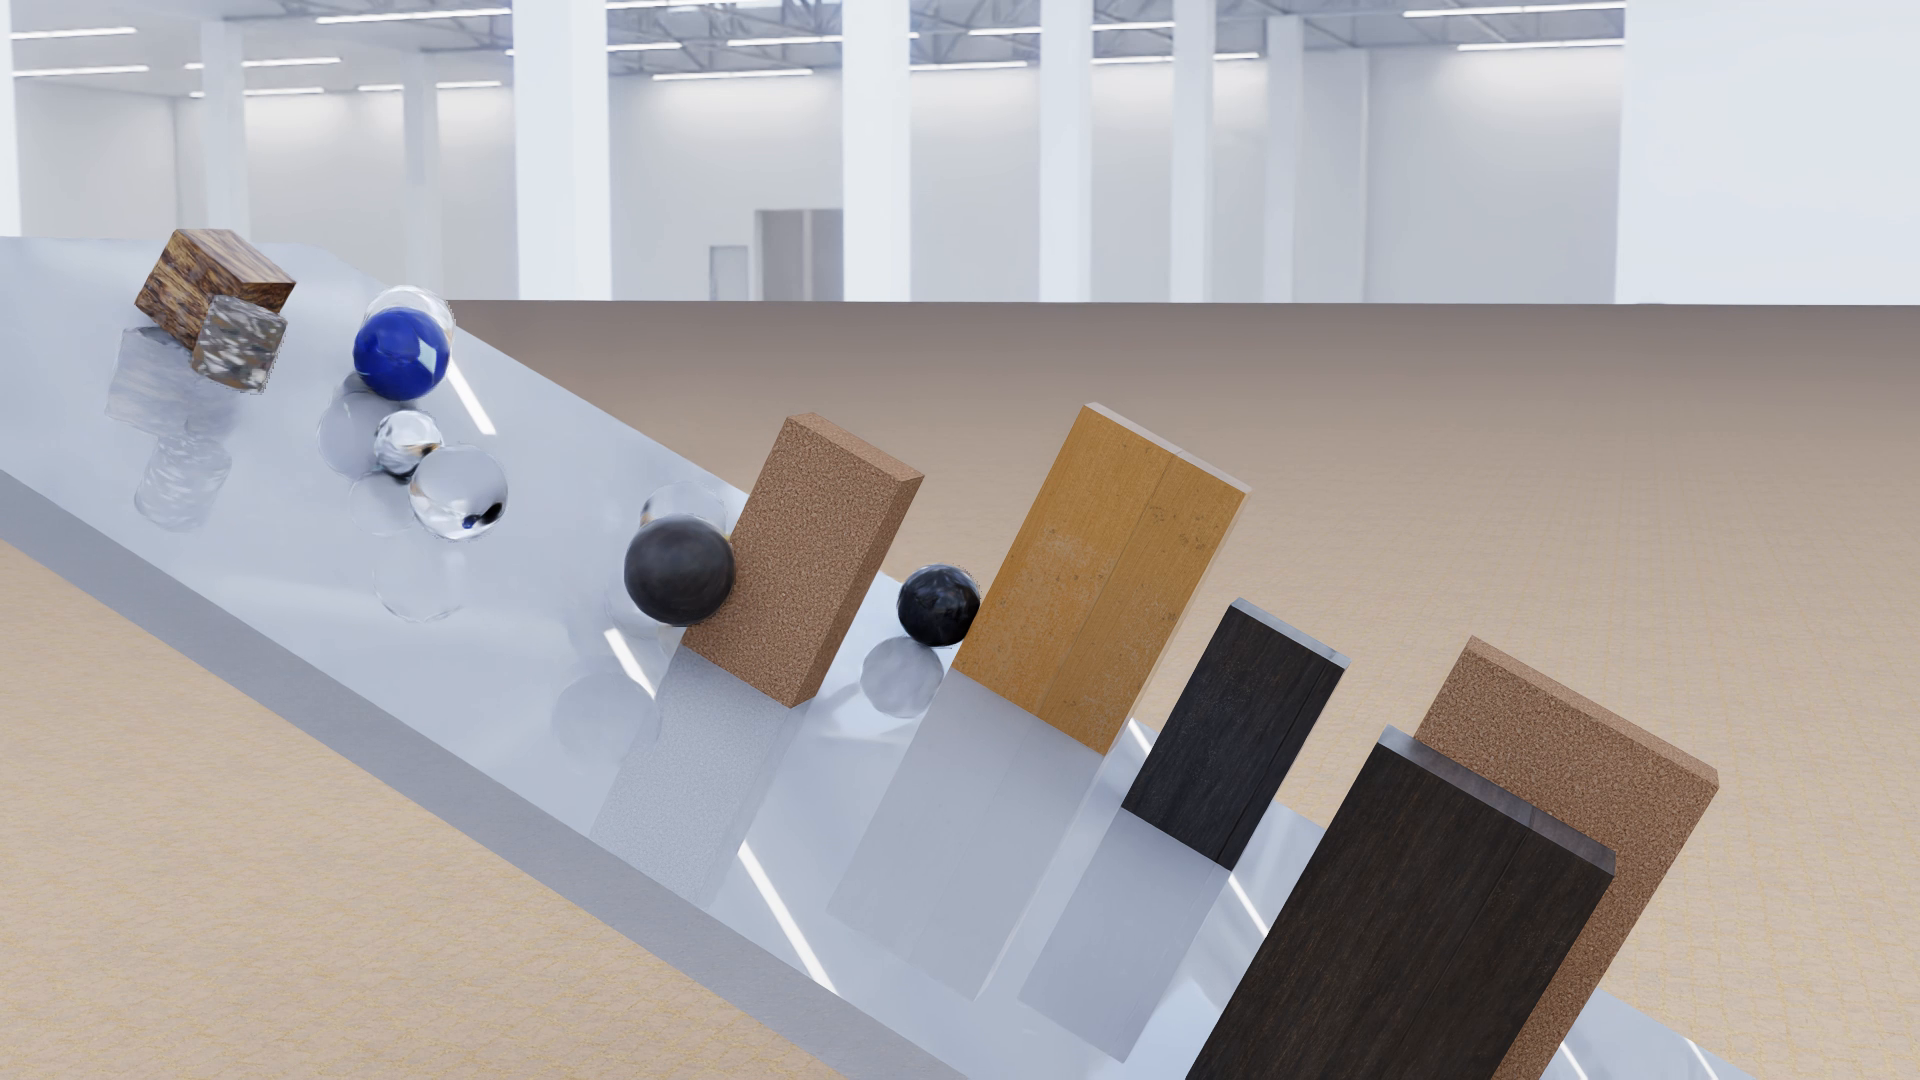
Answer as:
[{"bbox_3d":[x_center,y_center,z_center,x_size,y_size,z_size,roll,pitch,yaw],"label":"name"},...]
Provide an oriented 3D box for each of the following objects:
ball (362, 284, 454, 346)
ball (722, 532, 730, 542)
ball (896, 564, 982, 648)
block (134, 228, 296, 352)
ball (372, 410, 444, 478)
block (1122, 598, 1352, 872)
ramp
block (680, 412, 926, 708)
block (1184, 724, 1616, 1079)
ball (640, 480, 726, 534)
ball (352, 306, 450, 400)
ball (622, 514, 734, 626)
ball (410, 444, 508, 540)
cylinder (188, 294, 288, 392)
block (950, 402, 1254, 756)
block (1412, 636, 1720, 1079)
[{"bbox_3d":[-1.206,-0.461,4.808,0.195,0.195,0.195,0,7,0],"label":"ball"},{"bbox_3d":[-0.472,0.059,4.381,0.146,0.146,0.146,0,7,0],"label":"ball"},{"bbox_3d":[-0.046,0.143,4.779,0.184,0.184,0.184,0,7,0],"label":"ball"},{"bbox_3d":[-1.489,-0.495,4.402,0.182,0.182,0.182,38,15,8],"label":"block"},{"bbox_3d":[-1.060,-0.185,4.225,0.131,0.131,0.131,0,7,0],"label":"ball"},{"bbox_3d":[0.549,0.386,4.383,0.255,0.471,0.109,30,14,12],"label":"block"},{"bbox_3d":[-0.231,0.386,4.152,4.000,0.100,2.000,30,14,12],"label":"ramp"},{"bbox_3d":[-0.294,0.036,4.091,0.247,0.481,0.134,30,14,12],"label":"block"},{"bbox_3d":[0.615,0.646,3.178,0.364,0.654,0.135,30,14,12],"label":"block"},{"bbox_3d":[-0.564,-0.032,4.479,0.177,0.177,0.177,0,7,0],"label":"ball"},{"bbox_3d":[-1.174,-0.393,4.626,0.199,0.199,0.199,0,7,0],"label":"ball"},{"bbox_3d":[-0.505,0.053,3.953,0.200,0.200,0.200,0,7,0],"label":"ball"},{"bbox_3d":[-0.918,-0.088,4.031,0.178,0.178,0.178,0,7,0],"label":"ball"},{"bbox_3d":[-1.327,-0.362,4.044,0.137,0.137,0.137,23,8,-3],"label":"cylinder"},{"bbox_3d":[0.299,0.082,4.675,0.386,0.639,0.109,30,14,12],"label":"block"},{"bbox_3d":[0.806,0.593,3.482,0.423,0.768,0.126,30,14,12],"label":"block"}]
